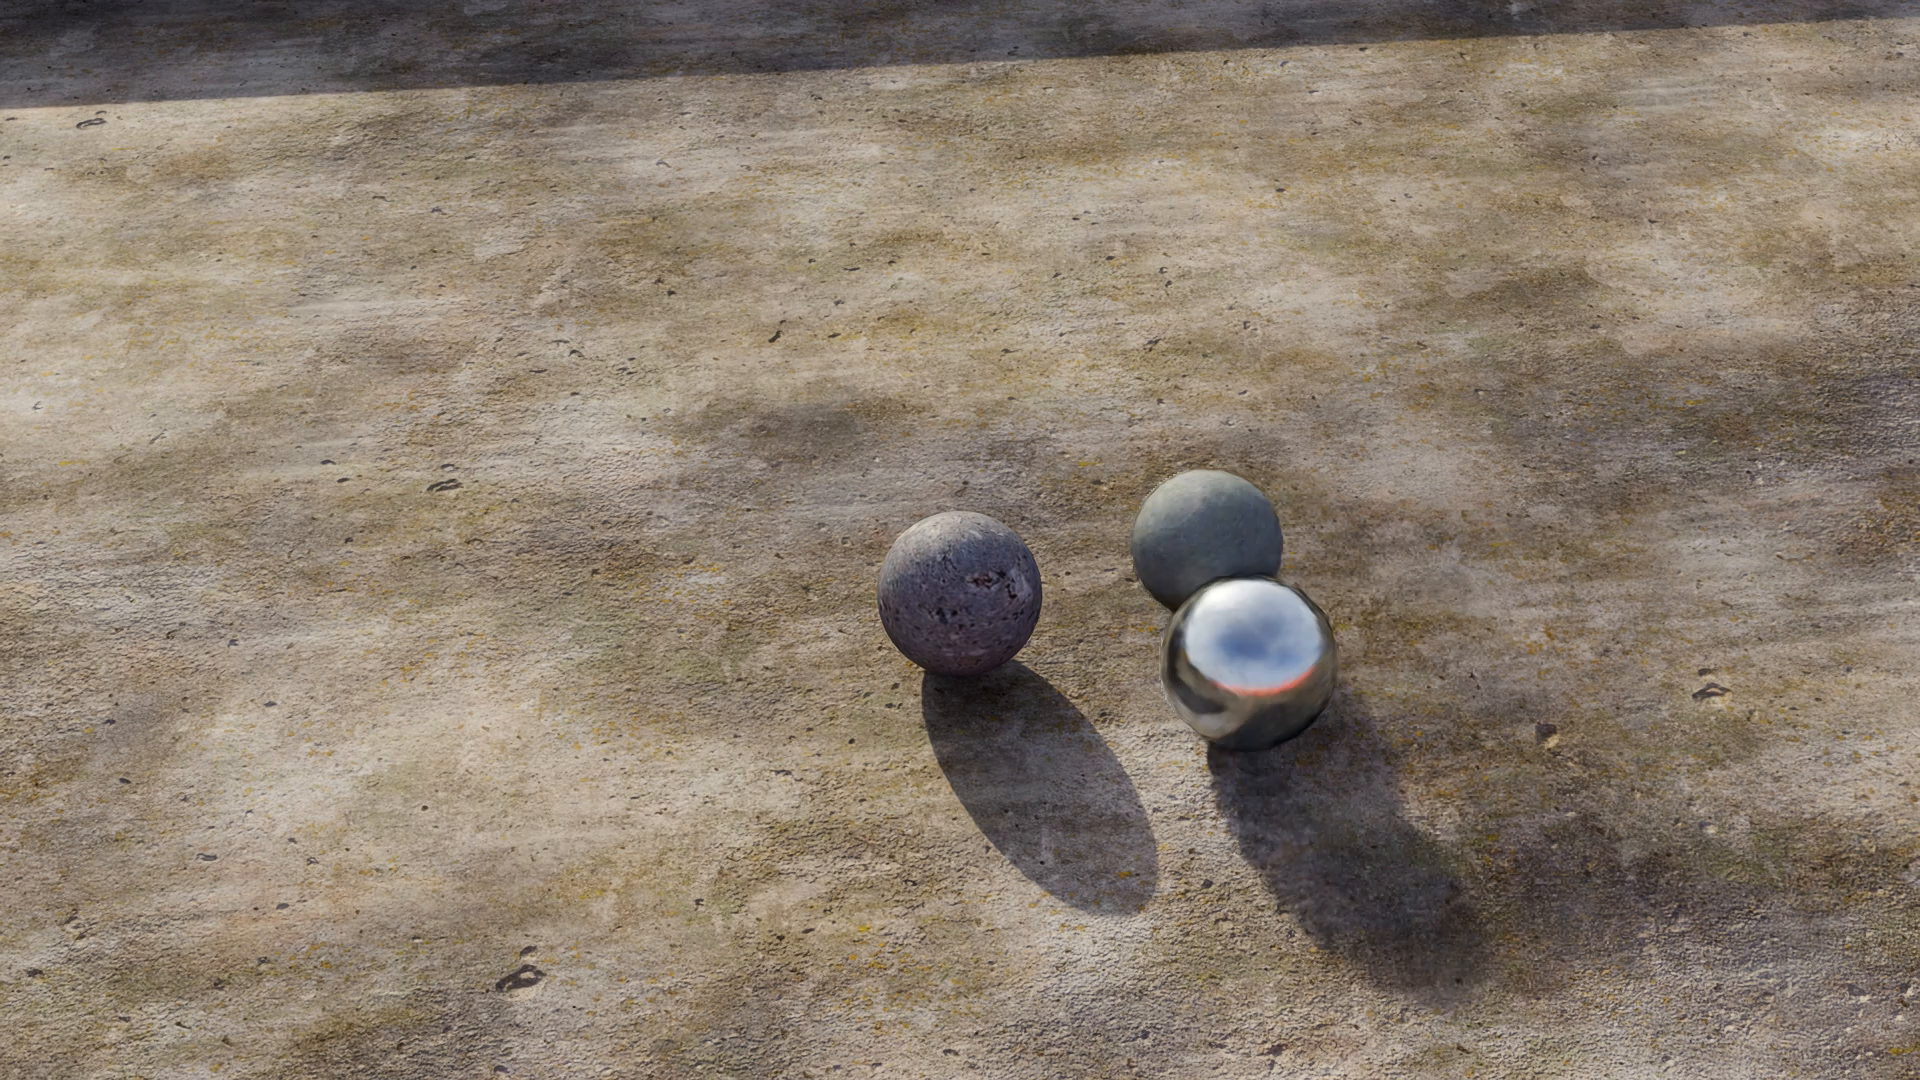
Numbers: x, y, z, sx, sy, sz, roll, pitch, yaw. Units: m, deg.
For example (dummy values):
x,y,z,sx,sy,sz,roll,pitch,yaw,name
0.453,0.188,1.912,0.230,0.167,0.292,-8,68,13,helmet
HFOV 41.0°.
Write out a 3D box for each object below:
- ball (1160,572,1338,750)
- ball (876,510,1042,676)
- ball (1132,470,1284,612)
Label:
x,y,z,sx,sy,sz,roll,pitch,yaw,name
0.158,0.066,1.402,0.097,0.097,0.097,0,37,0,ball
0.000,0.030,1.453,0.094,0.094,0.094,0,37,0,ball
0.144,0.003,1.495,0.088,0.088,0.088,0,37,0,ball
